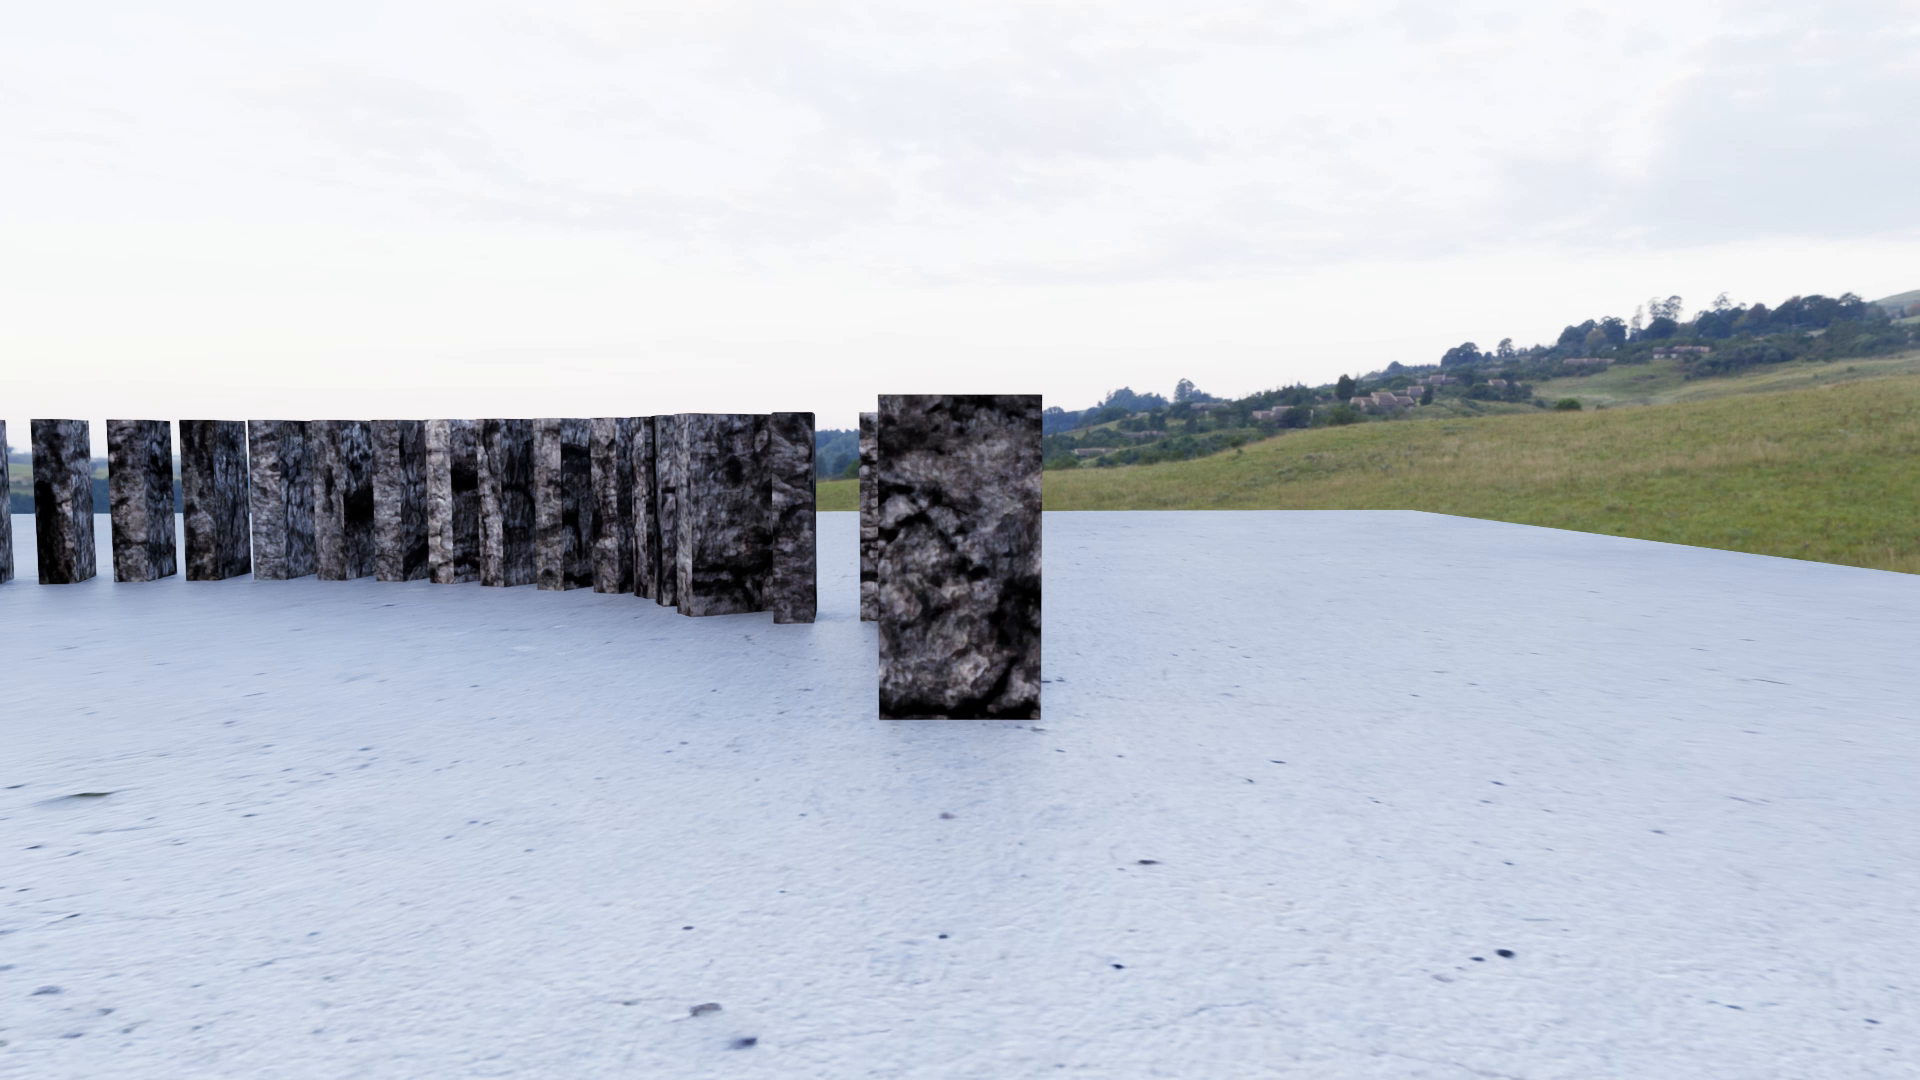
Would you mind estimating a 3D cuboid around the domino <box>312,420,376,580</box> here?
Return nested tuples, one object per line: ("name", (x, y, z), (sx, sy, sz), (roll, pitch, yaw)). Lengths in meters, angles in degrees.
("domino", (-0.195, -0.013, 0.411), (0.010, 0.050, 0.025), (0, 4, 5))

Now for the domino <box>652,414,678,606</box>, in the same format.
("domino", (-0.068, -0.008, 0.343), (0.025, 0.050, 0.009), (-2, 5, -25))

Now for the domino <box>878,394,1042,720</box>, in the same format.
("domino", (0.000, 0.002, 0.201), (0.025, 0.050, 0.010), (0, 4, 0))

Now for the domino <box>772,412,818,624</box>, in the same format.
("domino", (-0.040, -0.006, 0.315), (0.009, 0.050, 0.025), (0, 4, -5))

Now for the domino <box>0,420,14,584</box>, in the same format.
("domino", (-0.298, -0.012, 0.391), (0.010, 0.050, 0.025), (-2, 5, -25))

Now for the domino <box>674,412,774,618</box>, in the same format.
("domino", (-0.058, -0.007, 0.324), (0.025, 0.050, 0.009), (-3, 5, -35))

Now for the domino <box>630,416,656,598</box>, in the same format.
("domino", (-0.079, -0.010, 0.361), (0.025, 0.050, 0.010), (-3, 5, -36))

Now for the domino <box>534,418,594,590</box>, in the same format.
("domino", (-0.115, -0.011, 0.383), (0.009, 0.050, 0.025), (2, 5, 21))

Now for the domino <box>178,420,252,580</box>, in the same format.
("domino", (-0.237, -0.013, 0.410), (0.009, 0.050, 0.025), (-1, 4, -8))

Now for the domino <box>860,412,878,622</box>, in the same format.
("domino", (-0.020, -0.006, 0.319), (0.010, 0.050, 0.025), (0, 4, -2))

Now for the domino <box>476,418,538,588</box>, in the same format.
("domino", (-0.134, -0.012, 0.392), (0.009, 0.050, 0.025), (2, 5, 26))

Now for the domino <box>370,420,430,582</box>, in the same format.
("domino", (-0.174, -0.013, 0.407), (0.010, 0.050, 0.025), (1, 4, 13))

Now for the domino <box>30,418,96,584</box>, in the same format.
("domino", (-0.279, -0.012, 0.399), (0.010, 0.050, 0.025), (-2, 5, -22))

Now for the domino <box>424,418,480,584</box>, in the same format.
("domino", (-0.153, -0.013, 0.401), (0.010, 0.050, 0.025), (2, 5, 22))

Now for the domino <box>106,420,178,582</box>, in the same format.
("domino", (-0.258, -0.013, 0.406), (0.010, 0.050, 0.025), (-1, 4, -14))

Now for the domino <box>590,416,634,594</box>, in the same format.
("domino", (-0.095, -0.011, 0.375), (0.009, 0.050, 0.025), (2, 5, 28))

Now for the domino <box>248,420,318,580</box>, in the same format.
("domino", (-0.216, -0.013, 0.411), (0.010, 0.050, 0.025), (0, 4, -2))
